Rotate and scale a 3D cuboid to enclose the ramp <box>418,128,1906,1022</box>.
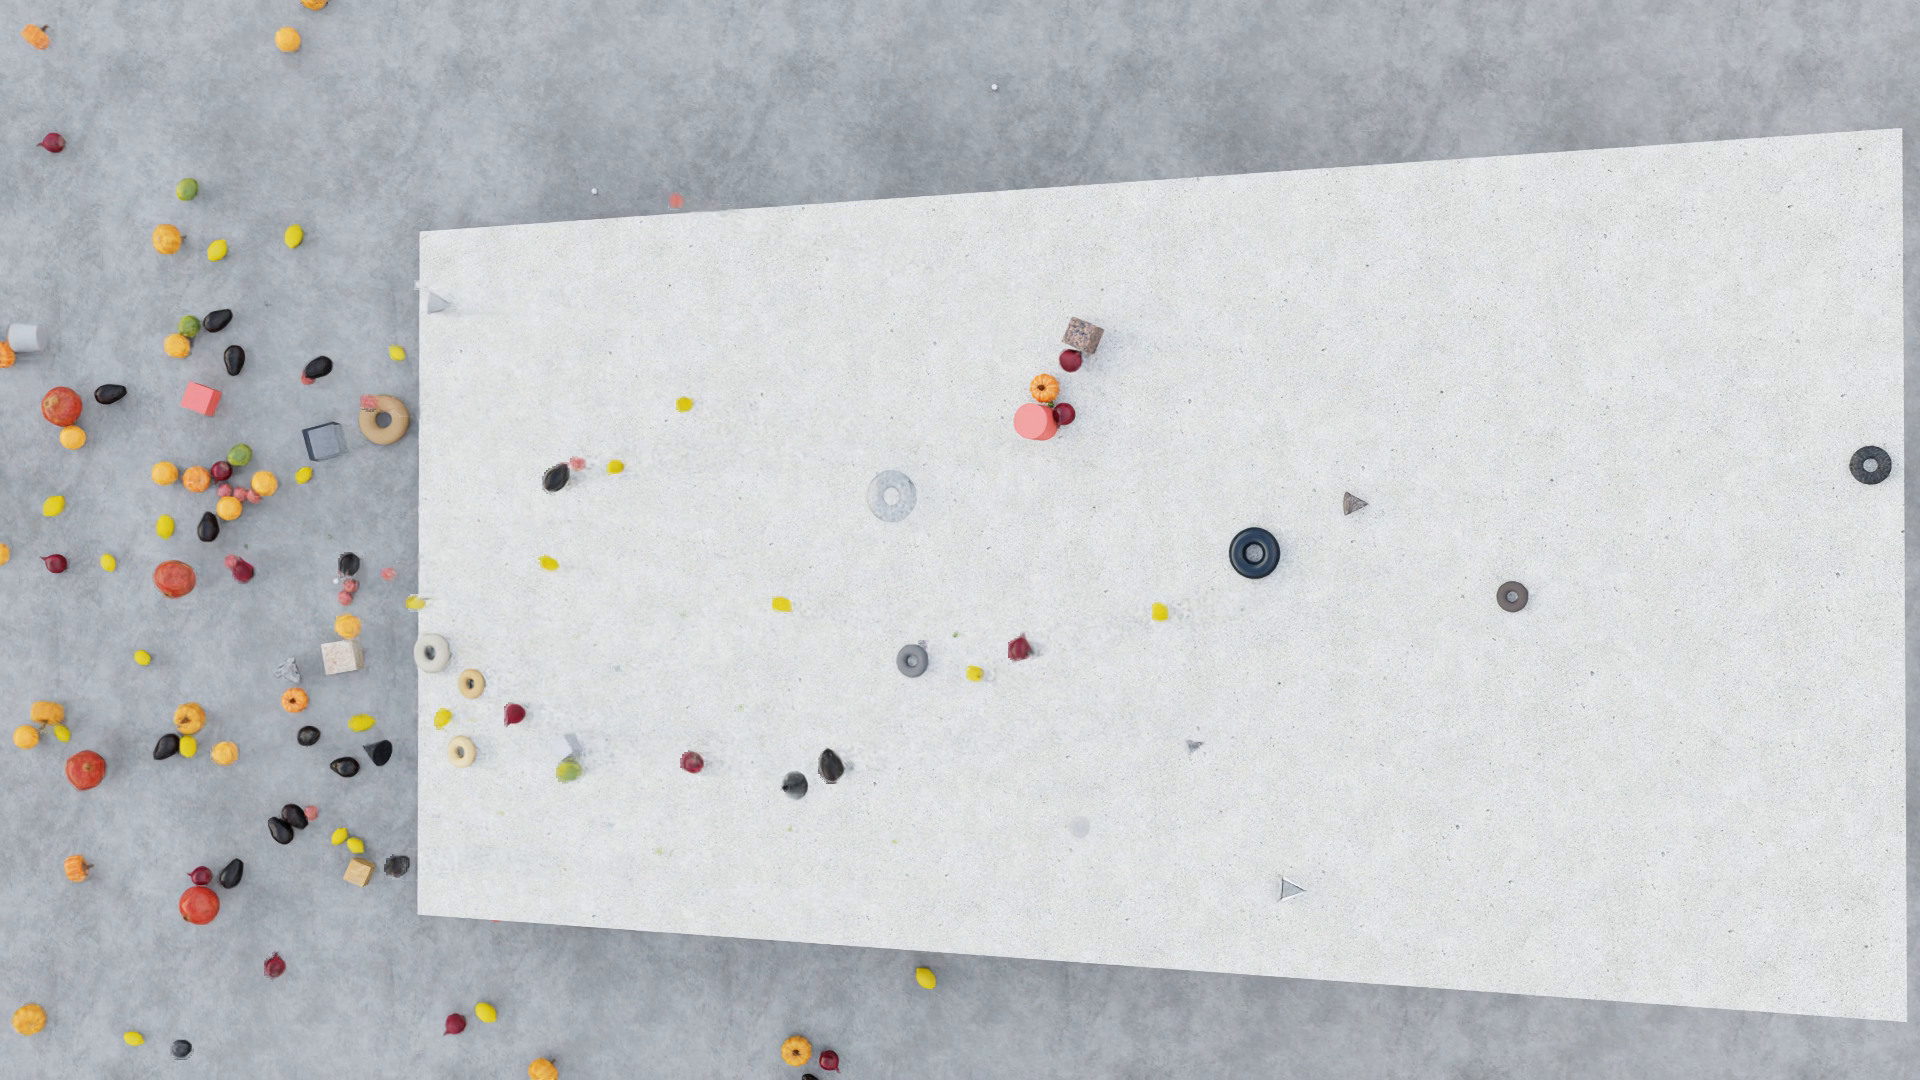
[{"bbox_3d":[0.283,0.086,5.728,4.000,0.100,2.000,0,89,22],"label":"ramp"}]

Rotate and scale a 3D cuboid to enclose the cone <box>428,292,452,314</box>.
[{"bbox_3d":[-1.511,-0.685,6.405,0.066,0.066,0.066,8,89,-4],"label":"cone"}]

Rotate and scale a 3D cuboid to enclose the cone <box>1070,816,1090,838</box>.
[{"bbox_3d":[0.297,0.737,5.629,0.057,0.057,0.057,0,89,22],"label":"cone"}]

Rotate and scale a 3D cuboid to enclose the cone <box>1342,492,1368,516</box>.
[{"bbox_3d":[0.973,-0.088,5.378,0.059,0.059,0.059,0,89,-6],"label":"cone"}]

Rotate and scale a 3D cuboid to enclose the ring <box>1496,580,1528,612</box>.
[{"bbox_3d":[1.315,0.135,5.235,0.075,0.025,0.075,-1,88,23],"label":"ring"}]

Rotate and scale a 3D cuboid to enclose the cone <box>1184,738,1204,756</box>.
[{"bbox_3d":[0.594,0.514,5.528,0.050,0.050,0.050,-19,89,-6],"label":"cone"}]

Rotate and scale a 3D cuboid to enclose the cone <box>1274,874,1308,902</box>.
[{"bbox_3d":[0.821,0.863,5.425,0.072,0.072,0.072,6,89,-4],"label":"cone"}]

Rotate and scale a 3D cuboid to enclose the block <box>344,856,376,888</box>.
[{"bbox_3d":[-1.772,0.980,6.492,0.063,0.063,0.063,24,89,0],"label":"block"}]

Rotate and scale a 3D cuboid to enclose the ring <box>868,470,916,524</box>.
[{"bbox_3d":[-0.182,-0.116,5.842,0.143,0.048,0.143,0,91,22],"label":"ring"}]

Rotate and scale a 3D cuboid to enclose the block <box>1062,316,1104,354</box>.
[{"bbox_3d":[0.315,-0.524,5.629,0.071,0.071,0.071,26,99,21],"label":"block"}]

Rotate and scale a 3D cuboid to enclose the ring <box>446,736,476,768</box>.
[{"bbox_3d":[-1.443,0.613,6.360,0.094,0.031,0.094,1,93,25],"label":"ring"}]

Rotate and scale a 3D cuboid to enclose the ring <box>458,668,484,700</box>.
[{"bbox_3d":[-1.411,0.416,6.350,0.089,0.030,0.089,-1,89,24],"label":"ring"}]

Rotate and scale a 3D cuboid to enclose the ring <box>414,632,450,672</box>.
[{"bbox_3d":[-1.538,0.329,6.399,0.117,0.039,0.117,0,90,21],"label":"ring"}]

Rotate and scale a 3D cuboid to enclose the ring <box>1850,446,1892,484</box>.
[{"bbox_3d":[2.044,-0.168,4.937,0.089,0.030,0.089,0,90,21],"label":"ring"}]

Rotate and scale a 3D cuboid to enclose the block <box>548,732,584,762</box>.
[{"bbox_3d":[-1.112,0.585,6.210,0.058,0.058,0.058,-38,76,17],"label":"block"}]

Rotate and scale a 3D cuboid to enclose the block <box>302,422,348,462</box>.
[{"bbox_3d":[-1.873,-0.290,6.493,0.093,0.093,0.093,-15,89,0],"label":"block"}]

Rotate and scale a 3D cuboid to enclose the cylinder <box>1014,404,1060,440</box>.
[{"bbox_3d":[0.197,-0.304,5.664,0.092,0.092,0.092,0,89,22],"label":"cylinder"}]

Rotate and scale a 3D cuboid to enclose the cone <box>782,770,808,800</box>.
[{"bbox_3d":[-0.464,0.666,5.930,0.080,0.080,0.080,0,89,22],"label":"cone"}]

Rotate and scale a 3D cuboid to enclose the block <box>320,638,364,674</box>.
[{"bbox_3d":[-1.820,0.344,6.486,0.091,0.091,0.091,-10,89,0],"label":"block"}]

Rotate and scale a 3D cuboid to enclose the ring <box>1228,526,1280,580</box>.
[{"bbox_3d":[0.732,0.033,5.467,0.131,0.044,0.131,0,91,22],"label":"ring"}]

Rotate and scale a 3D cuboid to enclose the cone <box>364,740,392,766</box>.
[{"bbox_3d":[-1.740,0.619,6.510,0.081,0.081,0.081,15,89,27],"label":"cone"}]

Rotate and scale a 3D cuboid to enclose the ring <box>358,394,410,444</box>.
[{"bbox_3d":[-1.707,-0.357,6.516,0.149,0.050,0.149,0,90,-1],"label":"ring"}]

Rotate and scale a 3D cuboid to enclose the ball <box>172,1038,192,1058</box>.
[{"bbox_3d":[-2.298,1.500,6.490,0.054,0.054,0.054,0,89,0],"label":"ball"}]

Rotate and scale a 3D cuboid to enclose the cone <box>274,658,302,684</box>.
[{"bbox_3d":[-1.976,0.401,6.513,0.077,0.077,0.077,-40,116,0],"label":"cone"}]

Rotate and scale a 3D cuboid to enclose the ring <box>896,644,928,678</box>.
[{"bbox_3d":[-0.126,0.320,5.823,0.091,0.030,0.091,0,90,21],"label":"ring"}]

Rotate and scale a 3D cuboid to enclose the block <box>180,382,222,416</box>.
[{"bbox_3d":[-2.243,-0.417,6.503,0.076,0.076,0.076,20,89,0],"label":"block"}]
